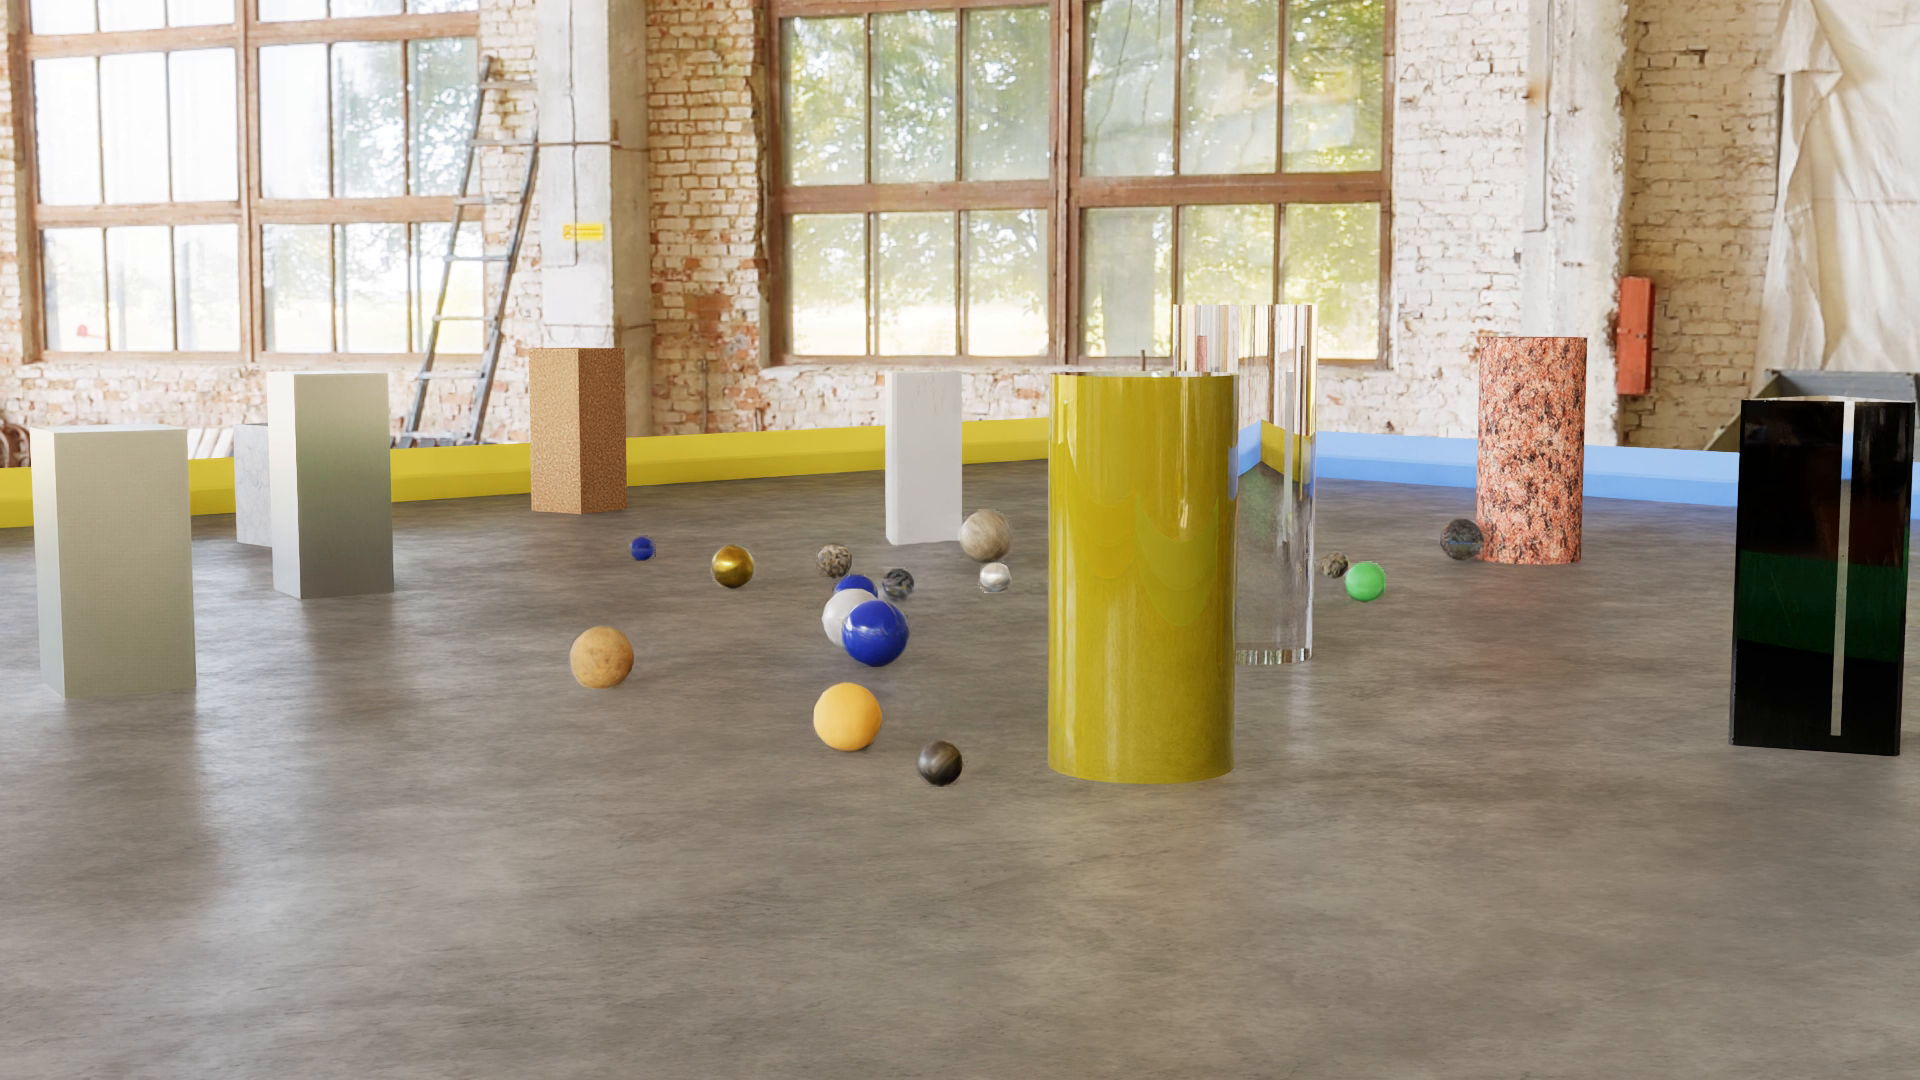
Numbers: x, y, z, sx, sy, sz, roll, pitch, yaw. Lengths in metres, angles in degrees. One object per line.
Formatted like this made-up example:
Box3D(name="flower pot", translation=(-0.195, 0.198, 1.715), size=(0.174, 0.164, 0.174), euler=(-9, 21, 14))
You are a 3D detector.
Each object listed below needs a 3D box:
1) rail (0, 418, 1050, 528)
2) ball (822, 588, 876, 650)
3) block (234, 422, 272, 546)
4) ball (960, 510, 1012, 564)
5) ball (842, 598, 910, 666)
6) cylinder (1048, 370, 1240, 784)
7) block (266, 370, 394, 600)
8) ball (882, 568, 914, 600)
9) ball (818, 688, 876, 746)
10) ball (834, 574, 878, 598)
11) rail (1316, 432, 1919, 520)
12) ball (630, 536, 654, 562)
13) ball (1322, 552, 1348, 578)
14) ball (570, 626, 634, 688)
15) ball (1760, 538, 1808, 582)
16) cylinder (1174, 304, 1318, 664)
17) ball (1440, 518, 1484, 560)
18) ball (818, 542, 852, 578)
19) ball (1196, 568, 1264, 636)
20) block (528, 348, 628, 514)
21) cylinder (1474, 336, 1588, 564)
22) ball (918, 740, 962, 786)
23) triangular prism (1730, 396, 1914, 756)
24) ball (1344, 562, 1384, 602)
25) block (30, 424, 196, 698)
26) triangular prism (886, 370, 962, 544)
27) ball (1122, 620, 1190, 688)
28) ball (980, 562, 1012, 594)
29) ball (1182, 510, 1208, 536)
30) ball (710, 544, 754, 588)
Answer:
Box3D(name="rail", translation=(-1.407, -0.131, 4.849), size=(4.627, 0.118, 0.045), euler=(-6, 8, -42))
Box3D(name="ball", translation=(-0.138, 0.102, 2.847), size=(0.080, 0.080, 0.080), euler=(0, 6, 0))
Box3D(name="block", translation=(-1.261, -0.107, 4.141), size=(0.145, 0.223, 0.145), euler=(6, 8, 42))
Box3D(name="ball", translation=(0.045, -0.006, 3.809), size=(0.091, 0.091, 0.091), euler=(0, 6, 0))
Box3D(name="ball", translation=(-0.104, 0.114, 2.721), size=(0.083, 0.083, 0.083), euler=(0, 6, 0))
Box3D(name="cylinder", translation=(0.176, 0.030, 2.123), size=(0.182, 0.379, 0.182), euler=(0, 6, 0))
Box3D(name="block", translation=(-0.981, -0.090, 3.425), size=(0.145, 0.341, 0.145), euler=(-4, 7, -33))
Box3D(name="ball", translation=(-0.093, 0.067, 3.335), size=(0.048, 0.048, 0.048), euler=(0, 6, 0))
Box3D(name="ball", translation=(-0.113, 0.177, 2.203), size=(0.057, 0.057, 0.057), euler=(0, 6, 0))
Box3D(name="ball", translation=(-0.148, 0.080, 3.135), size=(0.064, 0.064, 0.064), euler=(0, 6, 0))
Box3D(name="rail", translation=(1.683, -0.134, 4.877), size=(0.045, 0.118, 4.197), euler=(-6, 8, -42))
Box3D(name="ball", translation=(-0.556, 0.015, 3.840), size=(0.043, 0.043, 0.043), euler=(0, 6, 0))
Box3D(name="ball", translation=(0.613, 0.041, 3.599), size=(0.043, 0.043, 0.043), euler=(0, 6, 0))
Box3D(name="ball", translation=(-0.417, 0.136, 2.562), size=(0.073, 0.073, 0.073), euler=(0, 6, 0))
Box3D(name="ball", translation=(1.328, 0.033, 3.543), size=(0.071, 0.071, 0.071), euler=(0, 6, 0))
Box3D(name="cylinder", translation=(0.361, -0.076, 2.798), size=(0.182, 0.445, 0.182), euler=(0, 6, 0))
Box3D(name="ball", translation=(0.876, -0.001, 3.843), size=(0.074, 0.074, 0.074), euler=(0, 6, 0))
Box3D(name="ball", translation=(-0.205, 0.033, 3.602), size=(0.057, 0.057, 0.057), euler=(0, 6, 0))
Box3D(name="ball", translation=(0.364, 0.084, 2.969), size=(0.091, 0.091, 0.091), euler=(0, 6, 0))
Box3D(name="block", translation=(-0.831, -0.241, 4.784), size=(0.145, 0.352, 0.145), euler=(4, 7, 33))
Box3D(name="cylinder", translation=(1.002, -0.161, 3.861), size=(0.182, 0.389, 0.182), euler=(0, 6, 0))
Box3D(name="ball", translation=(-0.018, 0.208, 2.044), size=(0.042, 0.042, 0.042), euler=(0, 6, 0))
Box3D(name="triangular prism", translation=(0.881, 0.030, 2.253), size=(0.157, 0.350, 0.136), euler=(2, 7, 21))
Box3D(name="ball", translation=(0.609, 0.064, 3.308), size=(0.059, 0.059, 0.059), euler=(0, 6, 0))
Box3D(name="block", translation=(-0.994, 0.019, 2.581), size=(0.145, 0.302, 0.145), euler=(-4, 7, -32))
Box3D(name="triangular prism", translation=(-0.100, -0.161, 4.183), size=(0.157, 0.320, 0.136), euler=(-5, 8, -37))
Box3D(name="ball", translation=(0.229, 0.133, 2.565), size=(0.079, 0.079, 0.079), euler=(0, 6, 0))
Box3D(name="ball", translation=(0.055, 0.059, 3.408), size=(0.049, 0.049, 0.049), euler=(0, 6, 0))
Box3D(name="ball", translation=(0.455, -0.033, 4.256), size=(0.051, 0.051, 0.051), euler=(0, 6, 0))
Box3D(name="ball", translation=(-0.359, 0.042, 3.473), size=(0.068, 0.068, 0.068), euler=(0, 6, 0))
